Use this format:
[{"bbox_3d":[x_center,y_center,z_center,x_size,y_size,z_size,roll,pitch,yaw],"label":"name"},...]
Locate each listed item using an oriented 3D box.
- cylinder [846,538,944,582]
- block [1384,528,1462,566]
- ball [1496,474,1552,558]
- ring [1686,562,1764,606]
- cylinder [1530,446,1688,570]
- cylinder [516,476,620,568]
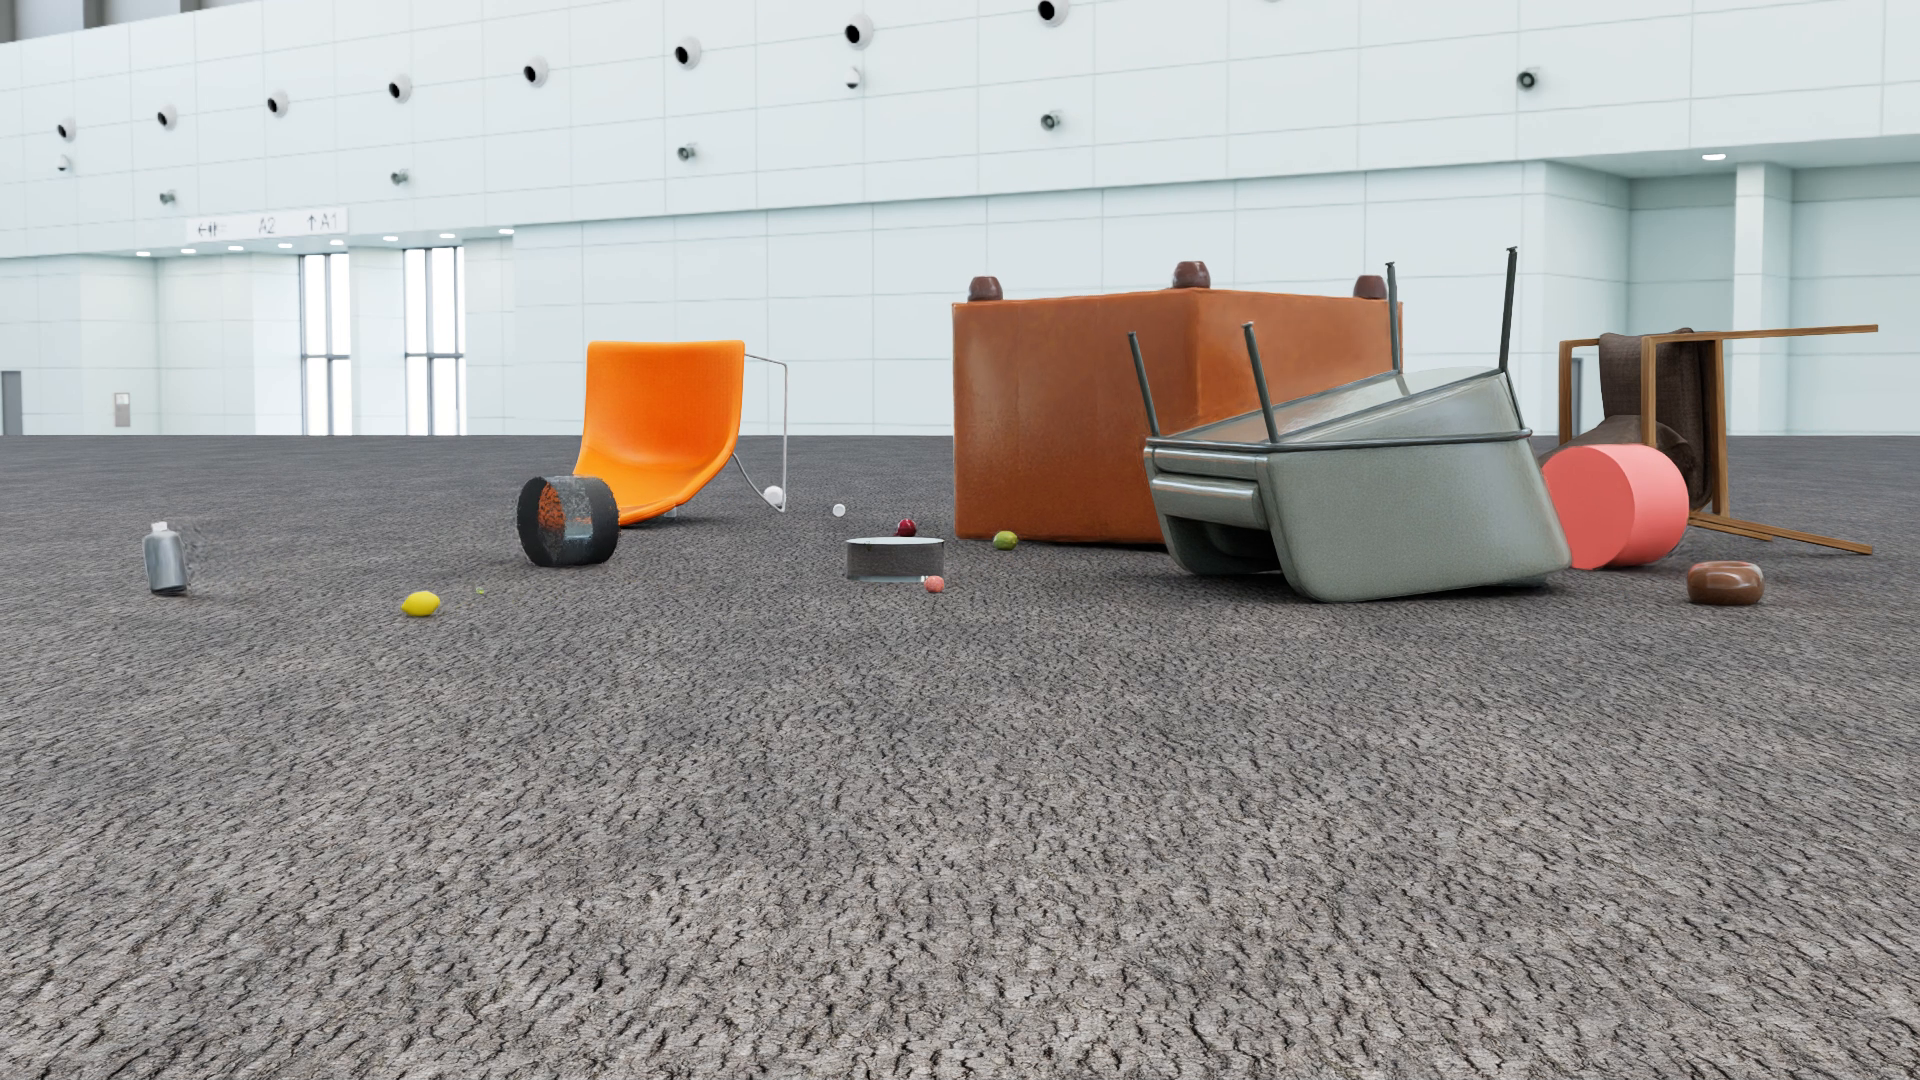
[{"bbox_3d":[-0.154,0.046,5.229,0.232,0.089,0.236,3,5,35],"label":"cylinder"},{"bbox_3d":[1.201,0.016,5.694,0.178,0.086,0.113,2,4,23],"label":"block"},{"bbox_3d":[1.537,-0.063,5.827,0.226,0.226,0.226,0,4,0],"label":"ball"},{"bbox_3d":[1.610,0.092,4.627,0.157,0.082,0.213,0,5,21],"label":"ring"},{"bbox_3d":[1.635,-0.084,5.542,0.234,0.306,0.307,-3,44,-39],"label":"cylinder"},{"bbox_3d":[-0.998,-0.049,5.595,0.160,0.220,0.235,-4,50,-42],"label":"cylinder"}]
